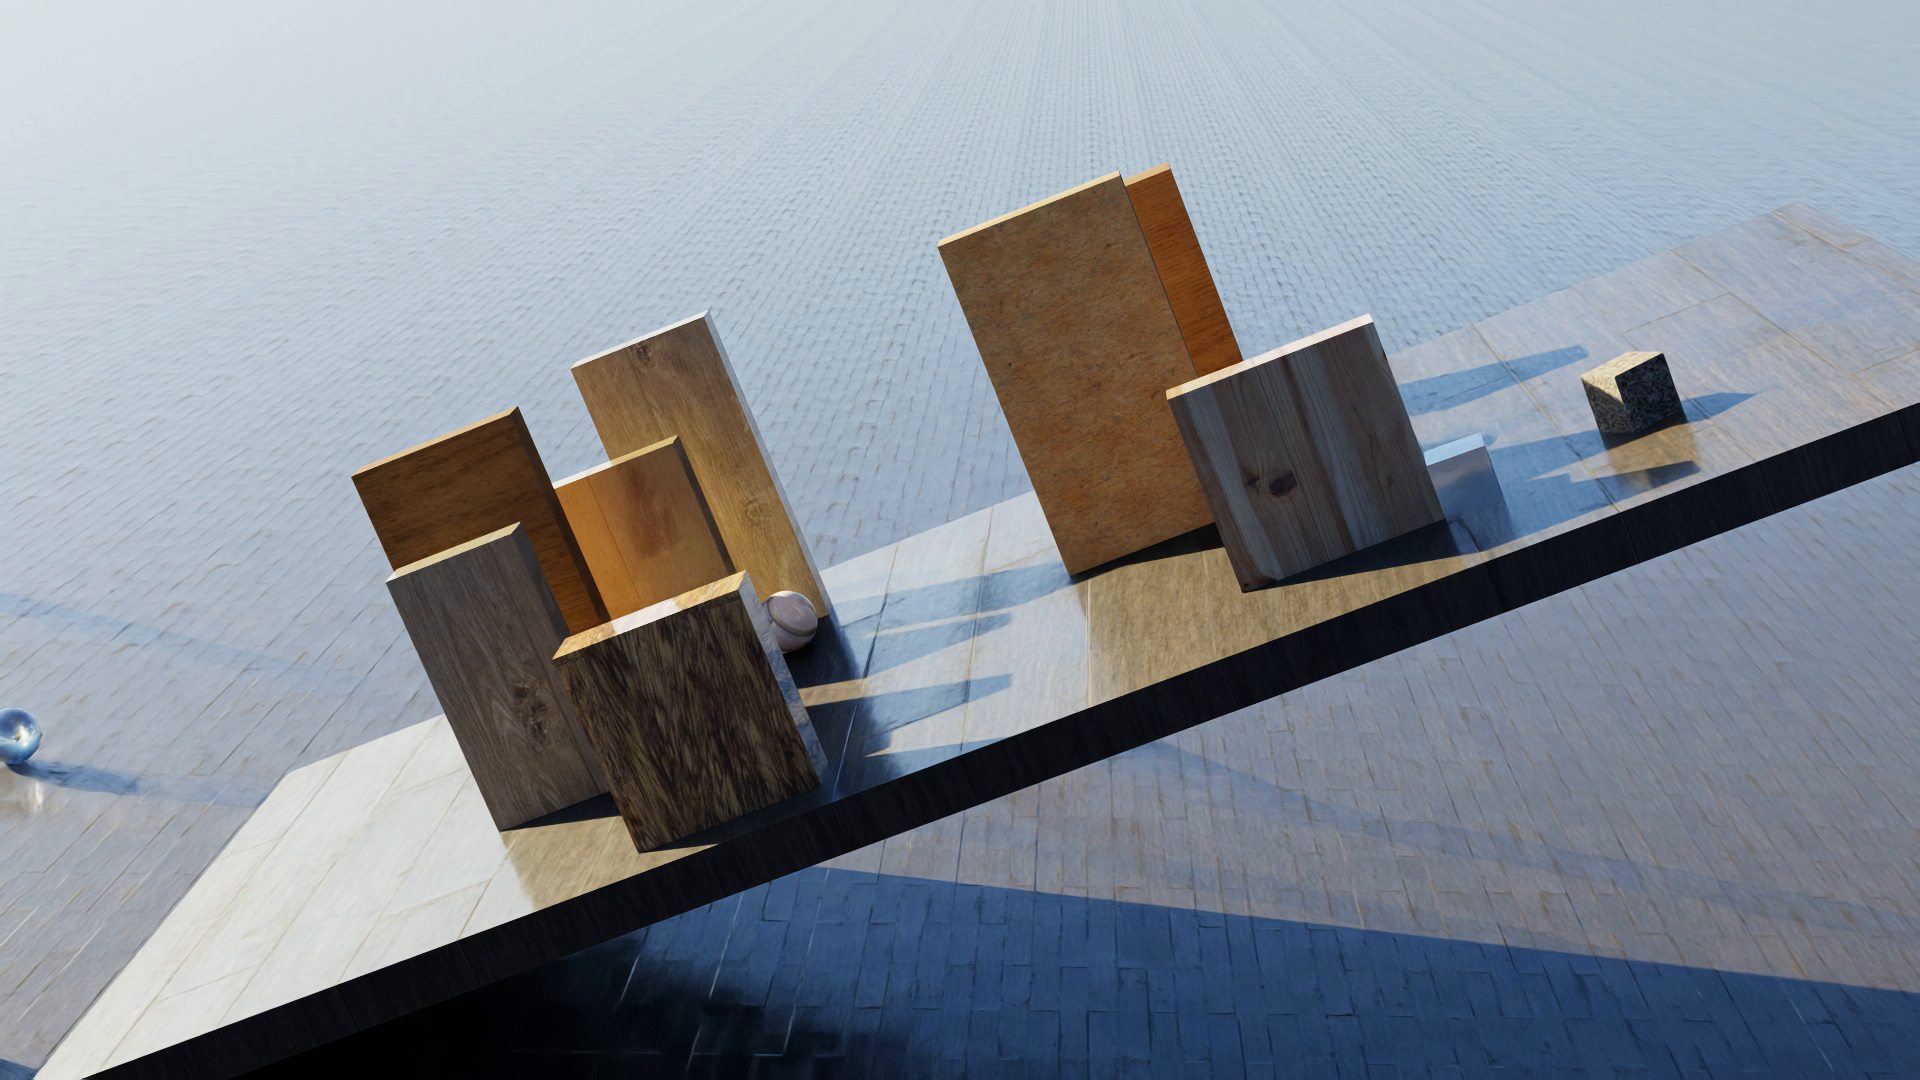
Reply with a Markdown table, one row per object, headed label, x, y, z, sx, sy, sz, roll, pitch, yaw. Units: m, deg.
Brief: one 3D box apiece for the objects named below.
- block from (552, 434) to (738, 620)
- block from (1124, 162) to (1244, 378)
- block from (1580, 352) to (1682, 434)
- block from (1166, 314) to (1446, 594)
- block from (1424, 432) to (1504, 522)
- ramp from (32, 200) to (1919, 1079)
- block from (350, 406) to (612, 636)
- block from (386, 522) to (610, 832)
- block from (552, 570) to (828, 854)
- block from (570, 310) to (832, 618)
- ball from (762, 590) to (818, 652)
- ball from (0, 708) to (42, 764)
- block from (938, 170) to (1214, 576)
| label | x | y | z | sx | sy | sz | roll | pitch | yaw |
| --- | --- | --- | --- | --- | --- | --- | --- | --- | --- |
| block | -0.679 | 0.081 | 6.571 | 0.327 | 0.546 | 0.091 | -21 | 12 | 7 |
| block | 0.460 | -0.522 | 6.929 | 0.316 | 0.649 | 0.142 | -21 | 12 | 7 |
| block | 1.295 | -0.285 | 5.673 | 0.118 | 0.118 | 0.118 | -26 | 12 | -17 |
| block | 0.657 | -0.163 | 5.591 | 0.409 | 0.404 | 0.089 | -21 | 12 | 7 |
| block | 0.954 | -0.121 | 5.574 | 0.114 | 0.114 | 0.114 | -20 | 12 | 11 |
| ramp | 0.123 | 0.174 | 6.291 | 4.000 | 0.100 | 2.000 | -21 | 12 | 7 |
| block | -0.967 | 0.140 | 6.287 | 0.367 | 0.770 | 0.096 | -21 | 12 | 7 |
| block | -0.928 | 0.283 | 6.063 | 0.282 | 0.573 | 0.108 | -21 | 12 | 7 |
| block | -0.503 | 0.323 | 5.530 | 0.373 | 0.406 | 0.144 | -21 | 12 | 7 |
| block | -0.595 | -0.120 | 6.809 | 0.332 | 0.750 | 0.093 | -21 | 12 | 7 |
| ball | -0.388 | 0.183 | 6.592 | 0.138 | 0.138 | 0.138 | 0 | 14 | 0 |
| ball | -2.533 | 0.523 | 7.861 | 0.151 | 0.151 | 0.151 | 0 | 14 | 0 |
| block | 0.283 | -0.349 | 6.219 | 0.406 | 0.758 | 0.098 | -21 | 12 | 7 |
